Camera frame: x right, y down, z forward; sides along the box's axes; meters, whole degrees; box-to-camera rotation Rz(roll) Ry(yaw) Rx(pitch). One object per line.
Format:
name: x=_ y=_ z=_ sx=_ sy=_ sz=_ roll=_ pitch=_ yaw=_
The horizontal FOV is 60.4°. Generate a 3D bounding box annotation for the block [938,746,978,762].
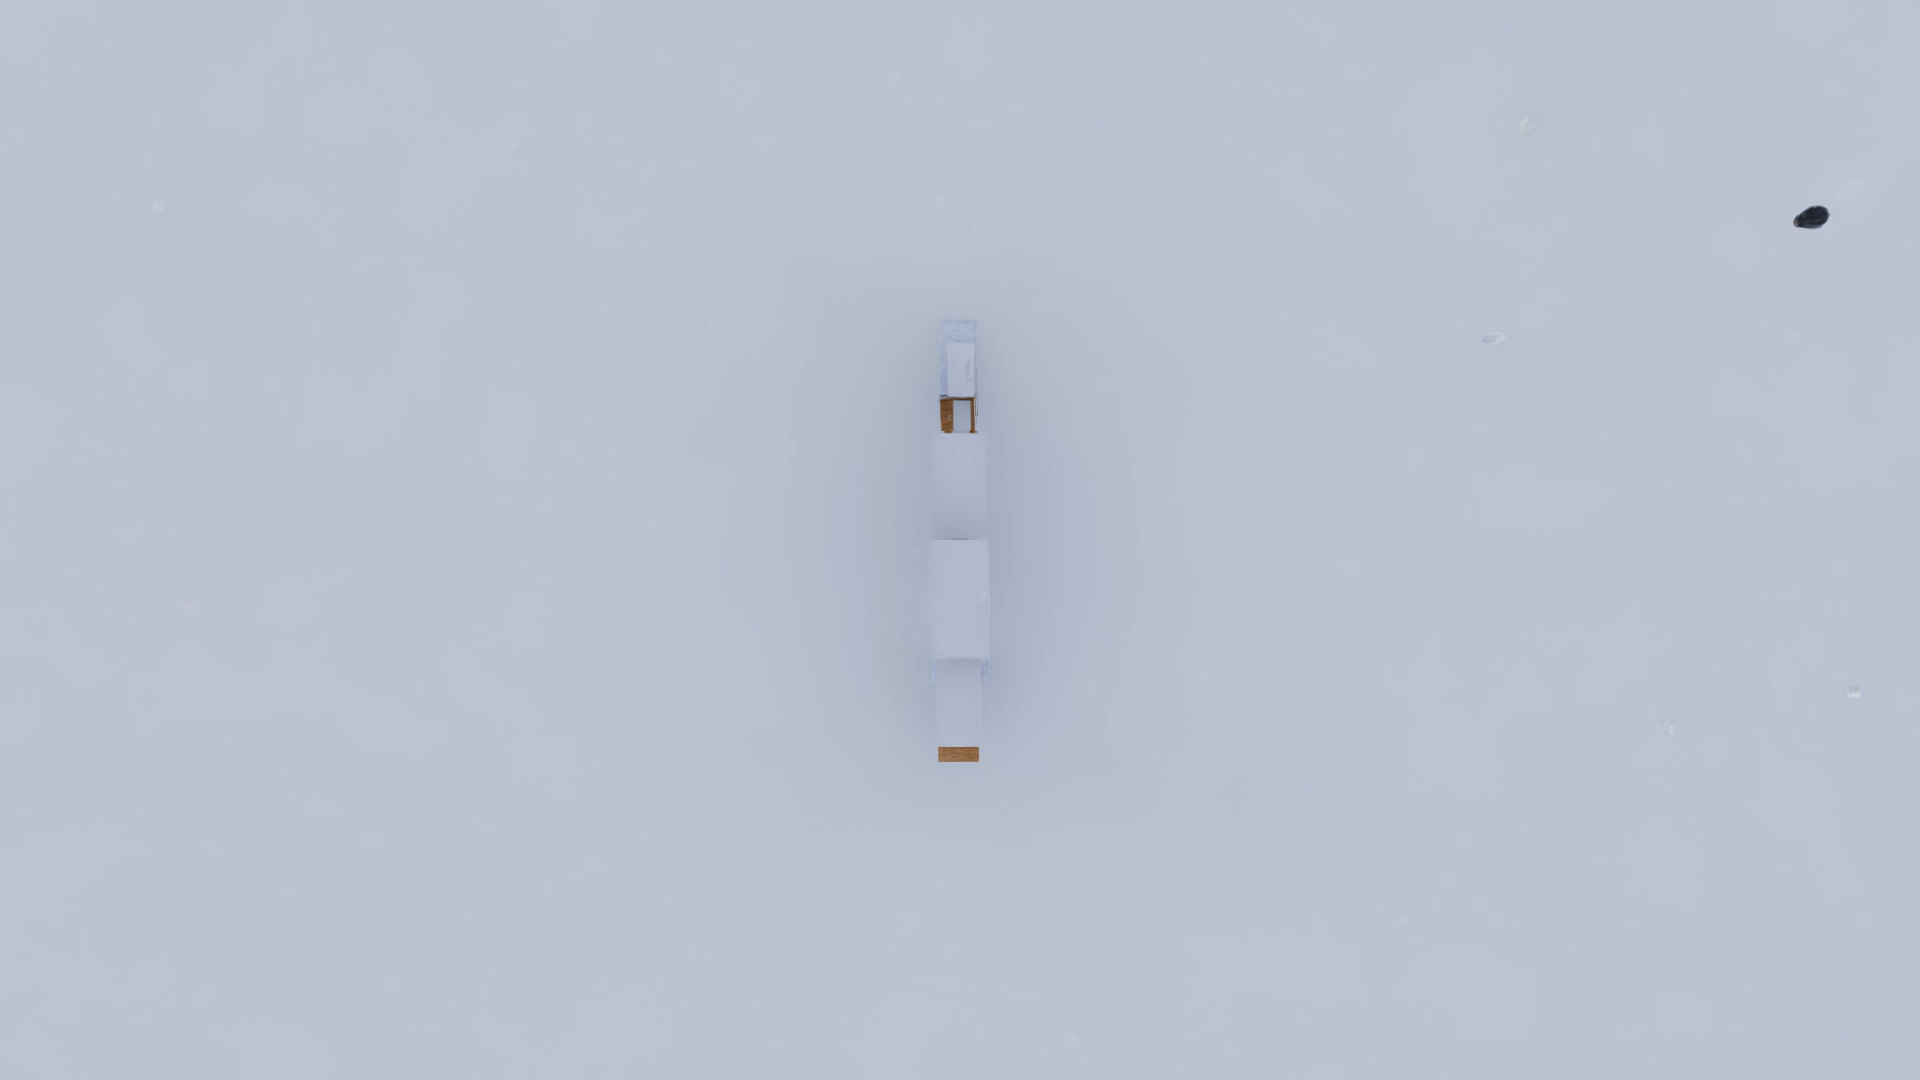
block: x=-0.005 y=0.572 z=5.224 sx=0.129 sy=0.036 sz=0.257 roll=0 pitch=90 yaw=0

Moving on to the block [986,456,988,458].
block: x=0.001 y=-0.266 z=5.093 sx=0.158 sy=0.316 sz=0.045 roll=-1 pitch=89 yaw=0

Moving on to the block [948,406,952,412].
block: x=-0.002 y=-0.414 z=5.197 sx=0.054 sy=0.109 sz=0.015 roll=-1 pitch=89 yaw=-7

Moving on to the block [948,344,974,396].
block: x=0.003 y=-0.520 z=5.051 sx=0.081 sy=0.023 sz=0.161 roll=0 pitch=90 yaw=0

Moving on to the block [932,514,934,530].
block: x=-0.004 y=-0.056 z=5.121 sx=0.158 sy=0.365 sz=0.045 roll=0 pitch=91 yaw=0

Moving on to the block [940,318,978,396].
block: x=-0.004 y=-0.580 z=5.241 sx=0.121 sy=0.034 sz=0.242 roll=0 pitch=90 yaw=0

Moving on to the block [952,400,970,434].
block: x=0.005 y=-0.380 z=5.135 sx=0.054 sy=0.015 sz=0.109 roll=0 pitch=90 yaw=-6

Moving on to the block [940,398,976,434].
block: x=-0.006 y=-0.343 z=5.270 sx=0.108 sy=0.030 sz=0.215 roll=-2 pitch=90 yaw=0

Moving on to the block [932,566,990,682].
block: x=0.002 y=0.261 z=5.119 sx=0.178 sy=0.050 sz=0.356 roll=0 pitch=90 yaw=0

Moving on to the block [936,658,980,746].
block: x=-0.004 y=0.472 z=4.818 sx=0.129 sy=0.037 sz=0.258 roll=0 pitch=90 yaw=0

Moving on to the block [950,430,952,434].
block: x=-0.002 y=-0.342 z=5.197 sx=0.054 sy=0.109 sz=0.015 roll=-1 pitch=89 yaw=-6

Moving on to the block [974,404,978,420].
block: x=0.004 y=-0.418 z=5.392 sx=0.108 sy=0.215 sz=0.030 roll=0 pitch=90 yaw=0

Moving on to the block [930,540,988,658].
block: x=-0.003 y=0.169 z=4.733 sx=0.169 sy=0.048 sz=0.338 roll=0 pitch=90 yaw=0

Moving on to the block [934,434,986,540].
block: x=0.000 y=-0.159 z=4.913 sx=0.158 sy=0.045 sz=0.316 roll=0 pitch=91 yaw=0
